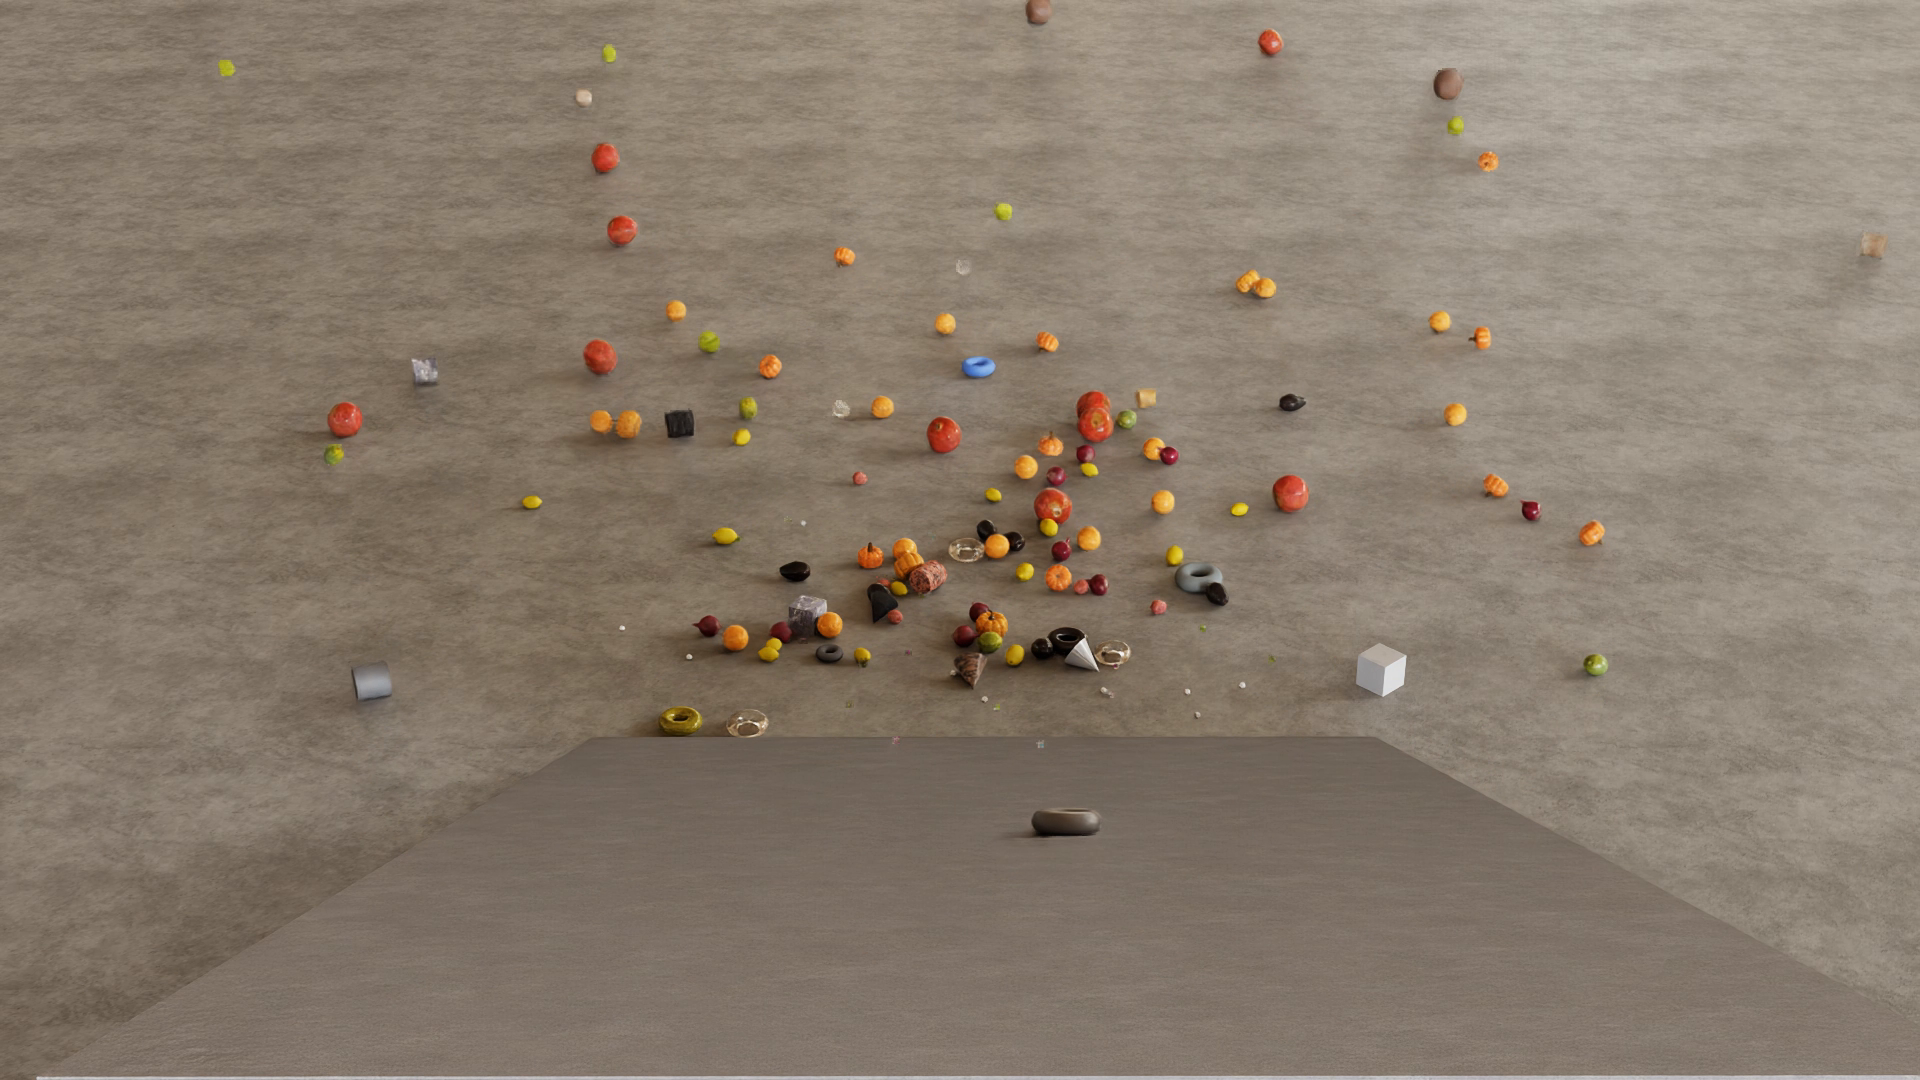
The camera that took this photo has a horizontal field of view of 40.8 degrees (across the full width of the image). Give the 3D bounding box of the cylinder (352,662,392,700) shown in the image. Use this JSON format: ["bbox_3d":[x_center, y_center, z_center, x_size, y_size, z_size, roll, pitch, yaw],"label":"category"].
[{"bbox_3d":[-1.579,0.379,6.938,0.090,0.090,0.090,-10,30,-18],"label":"cylinder"}]

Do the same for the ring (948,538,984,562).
[{"bbox_3d":[0.020,0.030,7.642,0.108,0.036,0.108,0,30,0],"label":"ring"}]

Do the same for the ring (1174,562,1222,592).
[{"bbox_3d":[0.691,0.108,7.486,0.139,0.046,0.139,-1,27,0],"label":"ring"}]

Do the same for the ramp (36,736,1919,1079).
[{"bbox_3d":[0.064,0.573,4.616,2.000,0.100,4.000,0,1,0],"label":"ramp"}]

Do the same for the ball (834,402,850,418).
[{"bbox_3d":[-0.388,-0.427,8.468,0.053,0.053,0.053,0,28,0],"label":"ball"}]

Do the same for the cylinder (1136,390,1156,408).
[{"bbox_3d":[0.616,-0.468,8.541,0.055,0.055,0.055,-5,29,-9],"label":"cylinder"}]

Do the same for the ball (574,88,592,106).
[{"bbox_3d":[-1.632,-1.916,11.200,0.078,0.078,0.078,0,28,0],"label":"ball"}]

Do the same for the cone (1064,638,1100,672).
[{"bbox_3d":[0.348,0.332,7.077,0.090,0.090,0.090,40,42,13],"label":"cone"}]

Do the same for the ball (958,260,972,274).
[{"bbox_3d":[0.016,-1.004,9.538,0.053,0.053,0.053,0,28,0],"label":"ball"}]

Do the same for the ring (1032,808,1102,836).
[{"bbox_3d":[0.191,0.502,4.613,0.126,0.042,0.126,1,-1,0],"label":"ring"}]

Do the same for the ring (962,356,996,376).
[{"bbox_3d":[0.062,-0.590,8.786,0.116,0.039,0.116,-1,28,1],"label":"ring"}]

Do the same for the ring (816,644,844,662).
[{"bbox_3d":[-0.360,0.312,7.129,0.077,0.026,0.077,1,27,0],"label":"ring"}]

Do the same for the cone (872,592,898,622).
[{"bbox_3d":[-0.230,0.203,7.318,0.083,0.083,0.083,12,57,21],"label":"cone"}]

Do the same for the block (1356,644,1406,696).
[{"bbox_3d":[1.139,0.351,6.988,0.092,0.092,0.092,-25,37,-38],"label":"block"}]

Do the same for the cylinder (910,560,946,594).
[{"bbox_3d":[-0.092,0.108,7.454,0.077,0.077,0.077,20,34,32],"label":"cylinder"}]

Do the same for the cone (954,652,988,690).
[{"bbox_3d":[0.032,0.368,7.009,0.092,0.092,0.092,-2,55,-5],"label":"cone"}]

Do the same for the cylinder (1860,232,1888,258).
[{"bbox_3d":[3.425,-1.104,9.687,0.084,0.084,0.084,15,32,26],"label":"cylinder"}]

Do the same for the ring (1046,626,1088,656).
[{"bbox_3d":[0.299,0.281,7.173,0.119,0.040,0.119,1,29,-1],"label":"ring"}]

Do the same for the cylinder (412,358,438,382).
[{"bbox_3d":[-1.802,-0.572,8.712,0.077,0.077,0.077,-8,29,-14],"label":"cylinder"}]

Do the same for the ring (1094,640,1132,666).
[{"bbox_3d":[0.421,0.311,7.123,0.104,0.035,0.104,-1,28,1],"label":"ring"}]

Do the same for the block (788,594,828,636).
[{"bbox_3d":[-0.427,0.212,7.260,0.078,0.078,0.078,13,31,22],"label":"block"}]

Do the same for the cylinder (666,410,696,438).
[{"bbox_3d":[-0.903,-0.373,8.341,0.080,0.080,0.080,-12,30,-12],"label":"cylinder"}]

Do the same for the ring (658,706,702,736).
[{"bbox_3d":[-0.738,0.477,6.810,0.117,0.039,0.117,1,27,0],"label":"ring"}]

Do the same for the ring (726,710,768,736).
[{"bbox_3d":[-0.559,0.484,6.800,0.111,0.037,0.111,-1,29,1],"label":"ring"}]
